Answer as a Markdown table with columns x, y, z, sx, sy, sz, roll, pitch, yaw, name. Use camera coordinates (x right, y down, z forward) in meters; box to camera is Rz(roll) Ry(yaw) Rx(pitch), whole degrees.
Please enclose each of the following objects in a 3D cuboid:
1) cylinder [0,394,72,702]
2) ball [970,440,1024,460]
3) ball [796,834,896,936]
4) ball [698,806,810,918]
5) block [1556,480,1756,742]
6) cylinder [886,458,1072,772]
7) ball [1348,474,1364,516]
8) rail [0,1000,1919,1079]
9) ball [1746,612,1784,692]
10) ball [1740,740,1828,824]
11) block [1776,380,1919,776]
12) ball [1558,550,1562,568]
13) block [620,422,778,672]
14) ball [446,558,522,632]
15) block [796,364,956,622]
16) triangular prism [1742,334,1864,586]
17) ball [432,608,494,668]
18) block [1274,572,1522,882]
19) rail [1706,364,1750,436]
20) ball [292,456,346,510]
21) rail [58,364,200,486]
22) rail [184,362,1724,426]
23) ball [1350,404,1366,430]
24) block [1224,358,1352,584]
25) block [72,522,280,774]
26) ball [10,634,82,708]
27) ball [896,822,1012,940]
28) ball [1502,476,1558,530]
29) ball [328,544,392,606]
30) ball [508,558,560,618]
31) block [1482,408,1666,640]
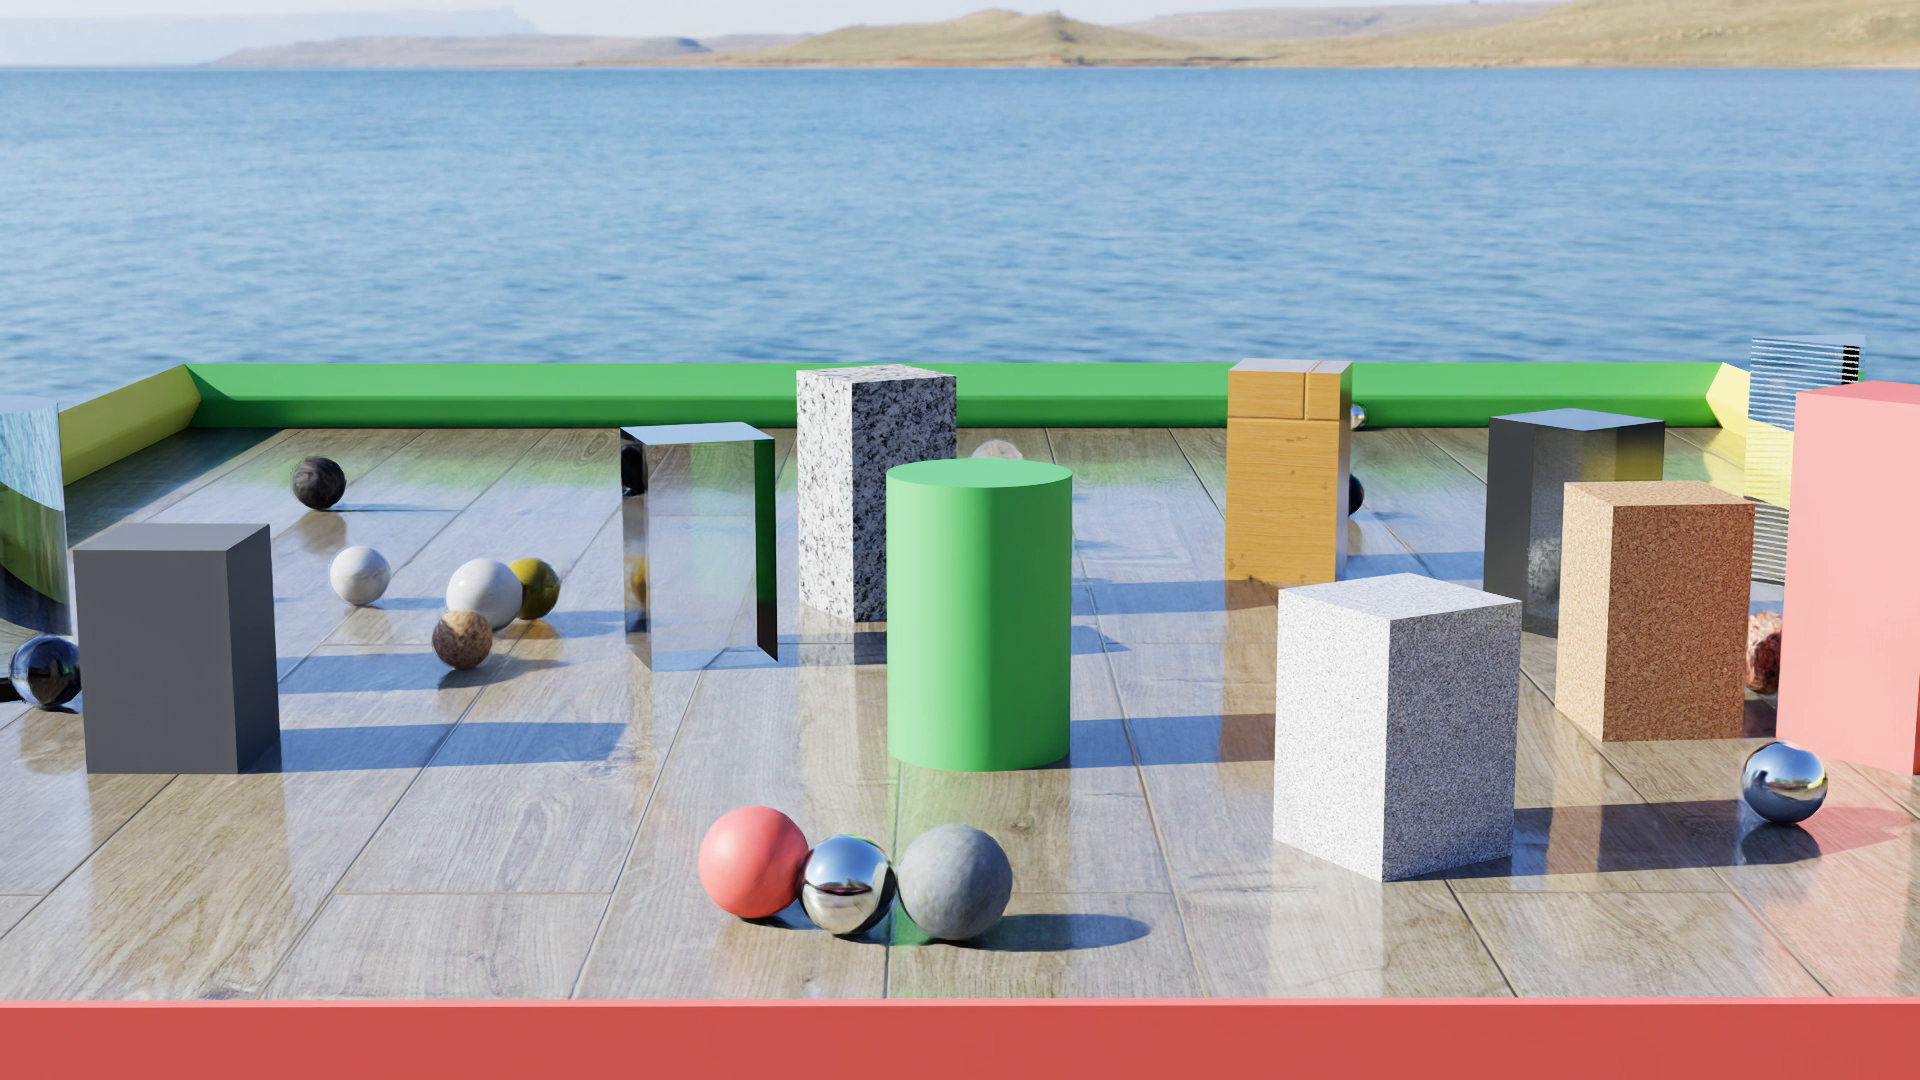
| x | y | z | sx | sy | sz | roll | pitch | yaw | name |
| --- | --- | --- | --- | --- | --- | --- | --- | --- | --- |
| -1.156 | 0.008 | 3.022 | 0.197 | 0.335 | 0.197 | 0 | 10 | 0 | cylinder |
| 0.062 | -0.120 | 4.360 | 0.099 | 0.099 | 0.099 | 0 | 10 | 0 | ball |
| -0.096 | 0.292 | 2.175 | 0.085 | 0.085 | 0.085 | 0 | 10 | 0 | ball |
| -0.178 | 0.278 | 2.217 | 0.097 | 0.097 | 0.097 | 0 | 10 | 0 | ball |
| 0.770 | 0.076 | 2.856 | 0.158 | 0.261 | 0.158 | -1 | 11 | -6 | block |
| 0.021 | 0.076 | 2.747 | 0.197 | 0.301 | 0.197 | 0 | 10 | 0 | cylinder |
| 0.622 | -0.074 | 4.183 | 0.074 | 0.074 | 0.074 | 0 | 10 | 0 | ball |
| 0.010 | 0.358 | 1.696 | 3.131 | 0.128 | 0.045 | 0 | 10 | 0 | rail |
| 0.948 | 0.132 | 3.013 | 0.094 | 0.094 | 0.094 | 0 | 10 | 0 | ball |
| 0.801 | 0.235 | 2.492 | 0.081 | 0.081 | 0.081 | 0 | 10 | 0 | ball |
| 0.995 | 0.035 | 2.739 | 0.158 | 0.385 | 0.158 | -9 | 14 | -41 | block |
| 0.880 | 0.031 | 3.579 | 0.087 | 0.087 | 0.087 | 0 | 10 | 0 | ball |
| -0.325 | 0.005 | 3.191 | 0.158 | 0.279 | 0.158 | -4 | 11 | -19 | block |
| -0.616 | 0.072 | 3.324 | 0.098 | 0.098 | 0.098 | 0 | 10 | 0 | ball |
| -0.113 | -0.067 | 3.471 | 0.158 | 0.319 | 0.158 | -6 | 12 | -30 | block |
| 1.229 | -0.113 | 3.639 | 0.148 | 0.348 | 0.171 | -9 | 14 | -41 | triangular prism |
| -0.607 | 0.121 | 3.134 | 0.073 | 0.073 | 0.073 | 0 | 10 | 0 | ball |
| 0.407 | 0.170 | 2.399 | 0.158 | 0.242 | 0.158 | -6 | 12 | -31 | block |
| 1.542 | 0.031 | 3.458 | 0.045 | 0.128 | 3.613 | 0 | 10 | 0 | rail |
| -1.064 | -0.094 | 4.256 | 0.087 | 0.087 | 0.087 | 0 | 10 | 0 | ball |
| -1.542 | 0.035 | 3.440 | 0.045 | 0.128 | 3.613 | 0 | 10 | 0 | rail |
| -0.010 | -0.292 | 5.202 | 3.131 | 0.128 | 0.045 | 0 | 10 | 0 | rail |
| 0.794 | -0.249 | 5.180 | 0.053 | 0.053 | 0.053 | 0 | 10 | 0 | ball |
| 0.477 | -0.103 | 3.715 | 0.158 | 0.300 | 0.158 | 3 | 11 | 14 | block |
| -0.828 | 0.113 | 2.725 | 0.158 | 0.237 | 0.158 | 0 | 10 | 1 | block |
| -1.046 | 0.150 | 2.944 | 0.084 | 0.084 | 0.084 | 0 | 10 | 0 | ball |
| -0.005 | 0.288 | 2.162 | 0.098 | 0.098 | 0.098 | 0 | 10 | 0 | ball |
| 0.905 | -0.059 | 4.073 | 0.084 | 0.084 | 0.084 | 0 | 10 | 0 | ball |
| -0.818 | 0.048 | 3.502 | 0.084 | 0.084 | 0.084 | 0 | 10 | 0 | ball |
| -0.573 | 0.064 | 3.407 | 0.081 | 0.081 | 0.081 | 0 | 10 | 0 | ball |
| 0.802 | -0.023 | 3.358 | 0.158 | 0.273 | 0.158 | -7 | 13 | -35 | block |
